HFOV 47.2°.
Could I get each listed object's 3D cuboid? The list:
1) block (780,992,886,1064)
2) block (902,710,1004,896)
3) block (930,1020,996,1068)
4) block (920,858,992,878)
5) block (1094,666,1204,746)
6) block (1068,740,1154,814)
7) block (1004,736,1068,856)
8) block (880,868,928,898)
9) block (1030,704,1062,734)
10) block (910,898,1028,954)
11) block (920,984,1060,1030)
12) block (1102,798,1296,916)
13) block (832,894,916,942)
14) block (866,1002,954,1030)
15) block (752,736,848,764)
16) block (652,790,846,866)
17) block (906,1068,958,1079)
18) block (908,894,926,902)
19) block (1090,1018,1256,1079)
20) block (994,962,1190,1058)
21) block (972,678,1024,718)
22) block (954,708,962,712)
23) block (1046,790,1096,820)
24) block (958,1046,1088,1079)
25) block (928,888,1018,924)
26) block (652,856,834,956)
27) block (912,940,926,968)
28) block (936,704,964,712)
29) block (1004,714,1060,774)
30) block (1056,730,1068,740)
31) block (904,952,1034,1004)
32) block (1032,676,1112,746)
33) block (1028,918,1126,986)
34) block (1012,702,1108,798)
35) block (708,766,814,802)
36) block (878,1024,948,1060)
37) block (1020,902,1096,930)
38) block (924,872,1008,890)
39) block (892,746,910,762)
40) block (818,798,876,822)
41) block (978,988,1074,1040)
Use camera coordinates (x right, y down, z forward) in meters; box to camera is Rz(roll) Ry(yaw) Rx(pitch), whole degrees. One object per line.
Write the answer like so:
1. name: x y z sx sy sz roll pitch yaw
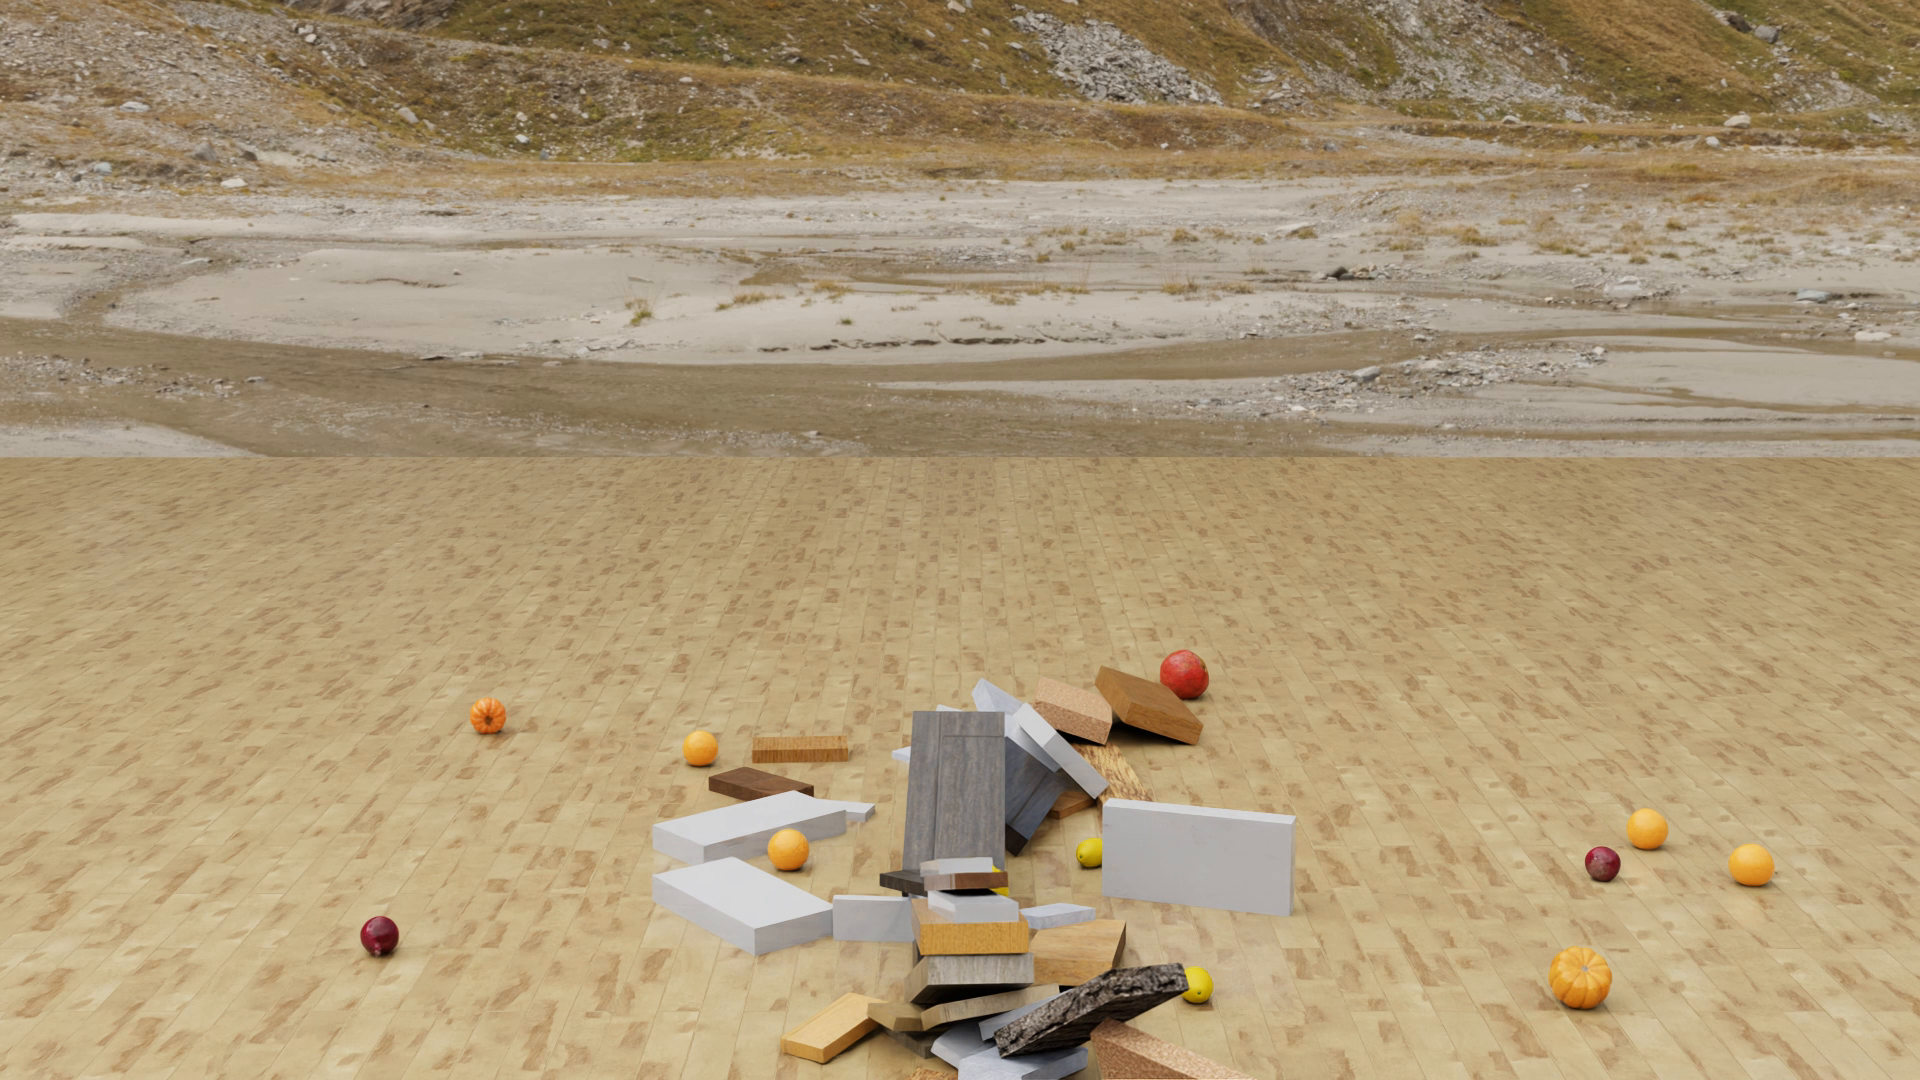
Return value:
1. block: -0.172 0.680 3.071 0.076 0.022 0.152 5 18 36
2. block: -0.006 0.433 3.664 0.162 0.046 0.491 0 27 1
3. block: 0.020 0.689 3.024 0.064 0.018 0.129 27 21 22
4. block: -0.007 0.479 3.217 0.076 0.022 0.250 -1 -9 -7
5. block: 0.399 0.351 4.692 0.162 0.046 0.323 18 8 -11
6. block: 0.289 0.463 4.280 0.096 0.027 0.424 -1 11 -6
7. block: 0.092 0.461 3.986 0.144 0.041 0.289 37 21 5
8. block: -0.054 0.520 3.334 0.068 0.019 0.136 -2 3 -39
9. block: 0.174 0.376 4.598 0.049 0.014 0.097 30 7 -29
10. block: 0.010 0.534 3.052 0.143 0.040 0.285 0 -3 -4
11. block: 0.042 0.639 3.006 0.174 0.025 0.087 -6 -17 -19
12. block: 0.391 0.520 3.616 0.313 0.157 0.044 3 11 18
13. block: -0.131 0.595 3.455 0.136 0.068 0.019 1 11 5
14. block: -0.060 0.663 3.059 0.129 0.018 0.064 10 3 -39
15. block: -0.325 0.426 4.477 0.192 0.027 0.096 -1 11 -4
16. block: -0.375 0.517 3.938 0.313 0.044 0.157 -9 14 -41
17. block: -0.052 0.734 2.823 0.093 0.026 0.186 5 12 24
18. block: -0.014 0.545 3.298 0.100 0.028 0.200 -1 2 -9
19. block: 0.278 0.694 2.751 0.036 0.126 0.252 -33 28 -33
20. block: 0.169 0.612 2.858 0.126 0.036 0.252 3 -29 -37
21. block: 0.106 0.371 4.546 0.141 0.040 0.283 32 6 -10
22. block: 0.016 0.414 4.264 0.141 0.040 0.283 18 19 10
23. block: 0.195 0.497 4.124 0.060 0.017 0.120 8 13 36
24. block: 0.086 0.698 2.932 0.093 0.026 0.186 6 3 31
25. block: 0.017 0.499 3.000 0.087 0.025 0.174 0 -3 -13
26. block: -0.350 0.589 3.555 0.157 0.044 0.313 -8 13 -37
27. block: 0.005 0.603 3.210 0.143 0.040 0.285 0 -11 -3
28. block: 0.004 0.406 4.457 0.141 0.040 0.283 15 12 3
29. block: 0.085 0.432 4.159 0.144 0.041 0.289 44 22 6
30. block: 0.172 0.385 4.517 0.097 0.014 0.049 36 7 26
31. block: 0.009 0.612 3.051 0.143 0.040 0.285 0 -18 -8
32. block: 0.233 0.354 4.603 0.162 0.046 0.323 18 6 2
33. block: 0.174 0.610 3.271 0.126 0.036 0.368 1 -1 7
34. block: 0.191 0.404 4.245 0.041 0.144 0.289 -45 12 -2
35. block: -0.381 0.475 4.214 0.192 0.027 0.096 9 14 41
36. block: -0.055 0.690 3.082 0.064 0.018 0.129 -7 12 -32
37. block: 0.141 0.583 3.410 0.068 0.019 0.136 1 -1 42
38. block: 0.007 0.477 3.074 0.076 0.022 0.152 1 -10 -17
39. block: -0.087 0.439 4.446 0.050 0.014 0.099 -10 15 -43
40. block: -0.224 0.503 4.092 0.120 0.017 0.060 3 11 16
41. block: 0.121 0.643 2.988 0.174 0.025 0.087 -27 -24 31
